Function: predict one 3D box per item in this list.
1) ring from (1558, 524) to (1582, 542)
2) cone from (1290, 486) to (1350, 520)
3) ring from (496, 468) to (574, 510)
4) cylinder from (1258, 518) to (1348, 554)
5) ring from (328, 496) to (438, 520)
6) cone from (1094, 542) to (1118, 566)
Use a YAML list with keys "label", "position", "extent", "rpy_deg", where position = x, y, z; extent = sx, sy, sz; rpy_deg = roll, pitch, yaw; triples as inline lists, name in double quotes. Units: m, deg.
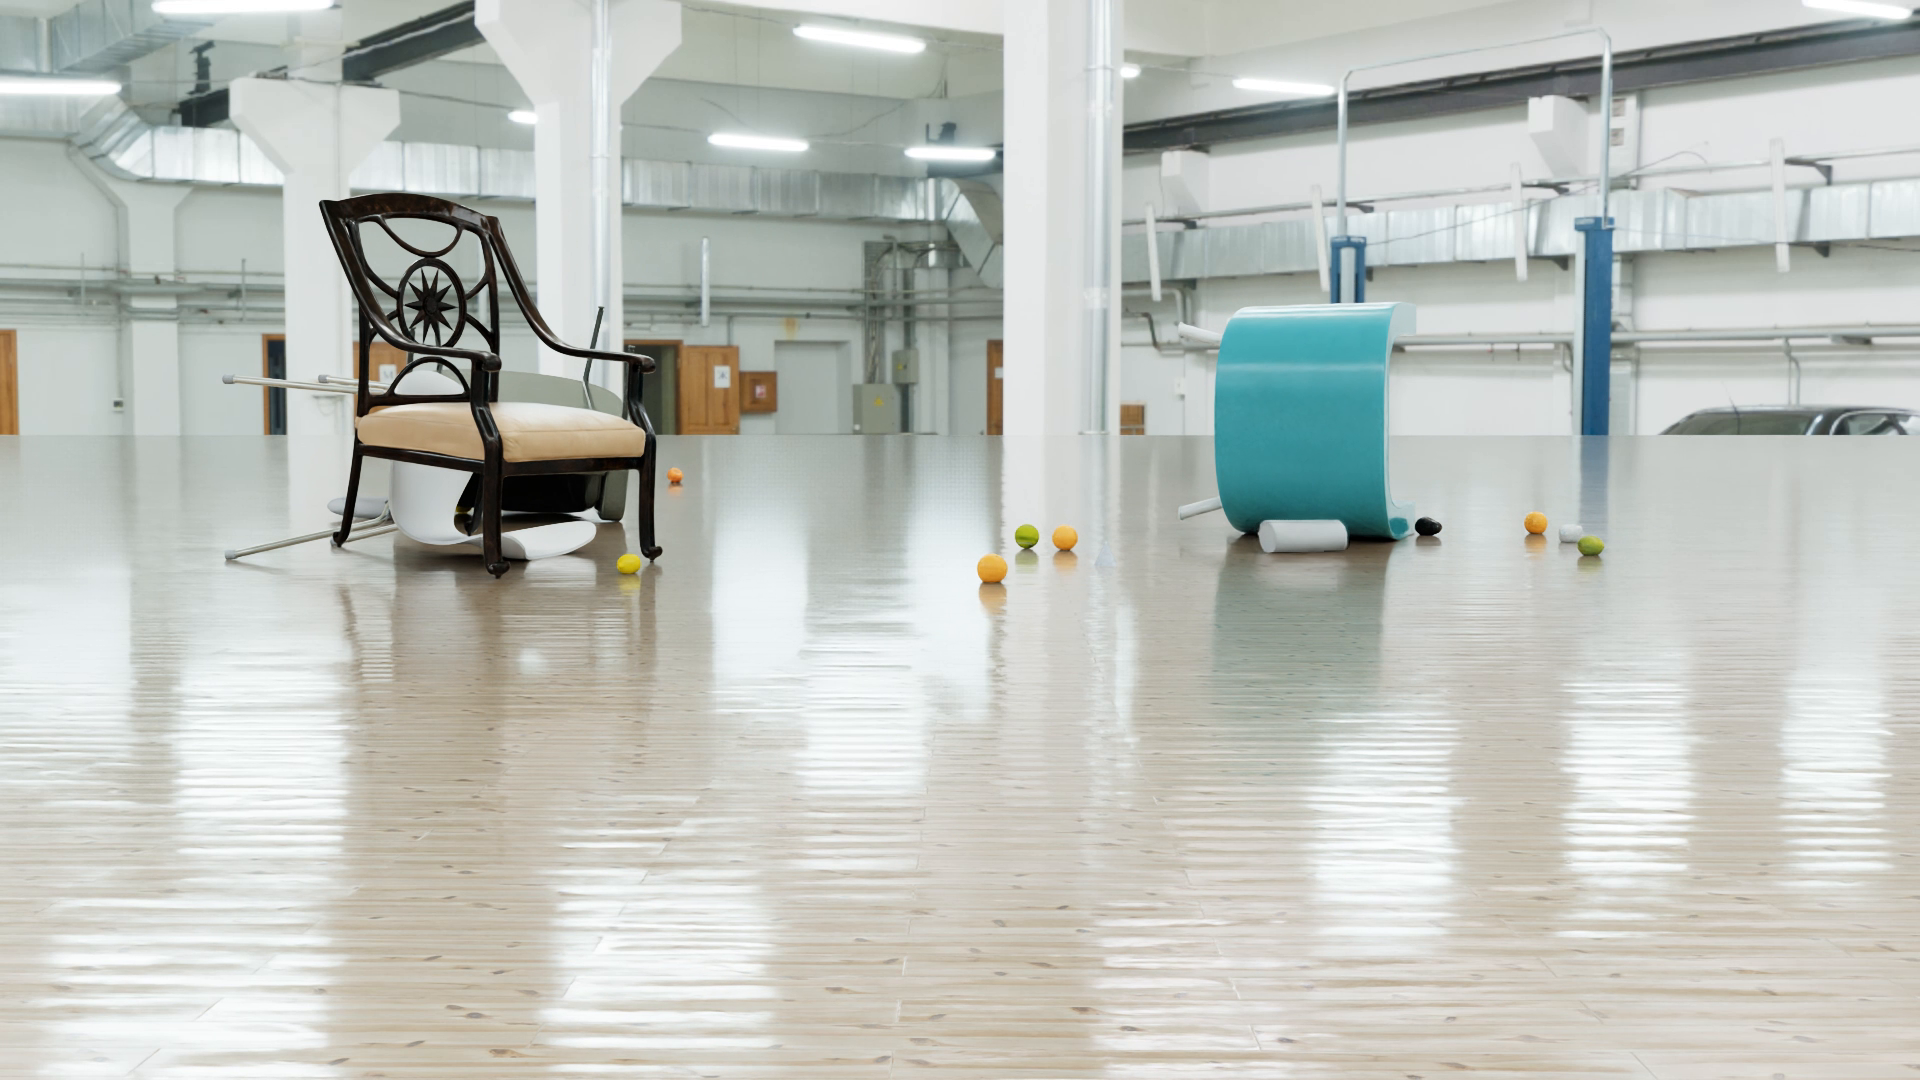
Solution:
- label: "ring"
  position: [1.796, -0.018, 6.466]
  extent: [0.068, 0.048, 0.133]
  rpy_deg: [4, 6, 23]
- label: "cone"
  position: [1.287, -0.105, 7.695]
  extent: [0.151, 0.106, 0.241]
  rpy_deg: [-9, 20, -27]
- label: "ring"
  position: [-1.603, -0.192, 8.309]
  extent: [0.282, 0.146, 0.316]
  rpy_deg: [0, 5, 18]
- label: "cylinder"
  position: [0.945, -0.011, 6.060]
  extent: [0.219, 0.085, 0.109]
  rpy_deg: [-1, 27, -19]
- label: "ring"
  position: [-2.020, -0.113, 7.695]
  extent: [0.378, 0.059, 0.373]
  rpy_deg: [5, 5, 17]
- label: "cone"
  position: [0.372, 0.033, 5.605]
  extent: [0.062, 0.063, 0.047]
  rpy_deg: [1, 4, 20]
